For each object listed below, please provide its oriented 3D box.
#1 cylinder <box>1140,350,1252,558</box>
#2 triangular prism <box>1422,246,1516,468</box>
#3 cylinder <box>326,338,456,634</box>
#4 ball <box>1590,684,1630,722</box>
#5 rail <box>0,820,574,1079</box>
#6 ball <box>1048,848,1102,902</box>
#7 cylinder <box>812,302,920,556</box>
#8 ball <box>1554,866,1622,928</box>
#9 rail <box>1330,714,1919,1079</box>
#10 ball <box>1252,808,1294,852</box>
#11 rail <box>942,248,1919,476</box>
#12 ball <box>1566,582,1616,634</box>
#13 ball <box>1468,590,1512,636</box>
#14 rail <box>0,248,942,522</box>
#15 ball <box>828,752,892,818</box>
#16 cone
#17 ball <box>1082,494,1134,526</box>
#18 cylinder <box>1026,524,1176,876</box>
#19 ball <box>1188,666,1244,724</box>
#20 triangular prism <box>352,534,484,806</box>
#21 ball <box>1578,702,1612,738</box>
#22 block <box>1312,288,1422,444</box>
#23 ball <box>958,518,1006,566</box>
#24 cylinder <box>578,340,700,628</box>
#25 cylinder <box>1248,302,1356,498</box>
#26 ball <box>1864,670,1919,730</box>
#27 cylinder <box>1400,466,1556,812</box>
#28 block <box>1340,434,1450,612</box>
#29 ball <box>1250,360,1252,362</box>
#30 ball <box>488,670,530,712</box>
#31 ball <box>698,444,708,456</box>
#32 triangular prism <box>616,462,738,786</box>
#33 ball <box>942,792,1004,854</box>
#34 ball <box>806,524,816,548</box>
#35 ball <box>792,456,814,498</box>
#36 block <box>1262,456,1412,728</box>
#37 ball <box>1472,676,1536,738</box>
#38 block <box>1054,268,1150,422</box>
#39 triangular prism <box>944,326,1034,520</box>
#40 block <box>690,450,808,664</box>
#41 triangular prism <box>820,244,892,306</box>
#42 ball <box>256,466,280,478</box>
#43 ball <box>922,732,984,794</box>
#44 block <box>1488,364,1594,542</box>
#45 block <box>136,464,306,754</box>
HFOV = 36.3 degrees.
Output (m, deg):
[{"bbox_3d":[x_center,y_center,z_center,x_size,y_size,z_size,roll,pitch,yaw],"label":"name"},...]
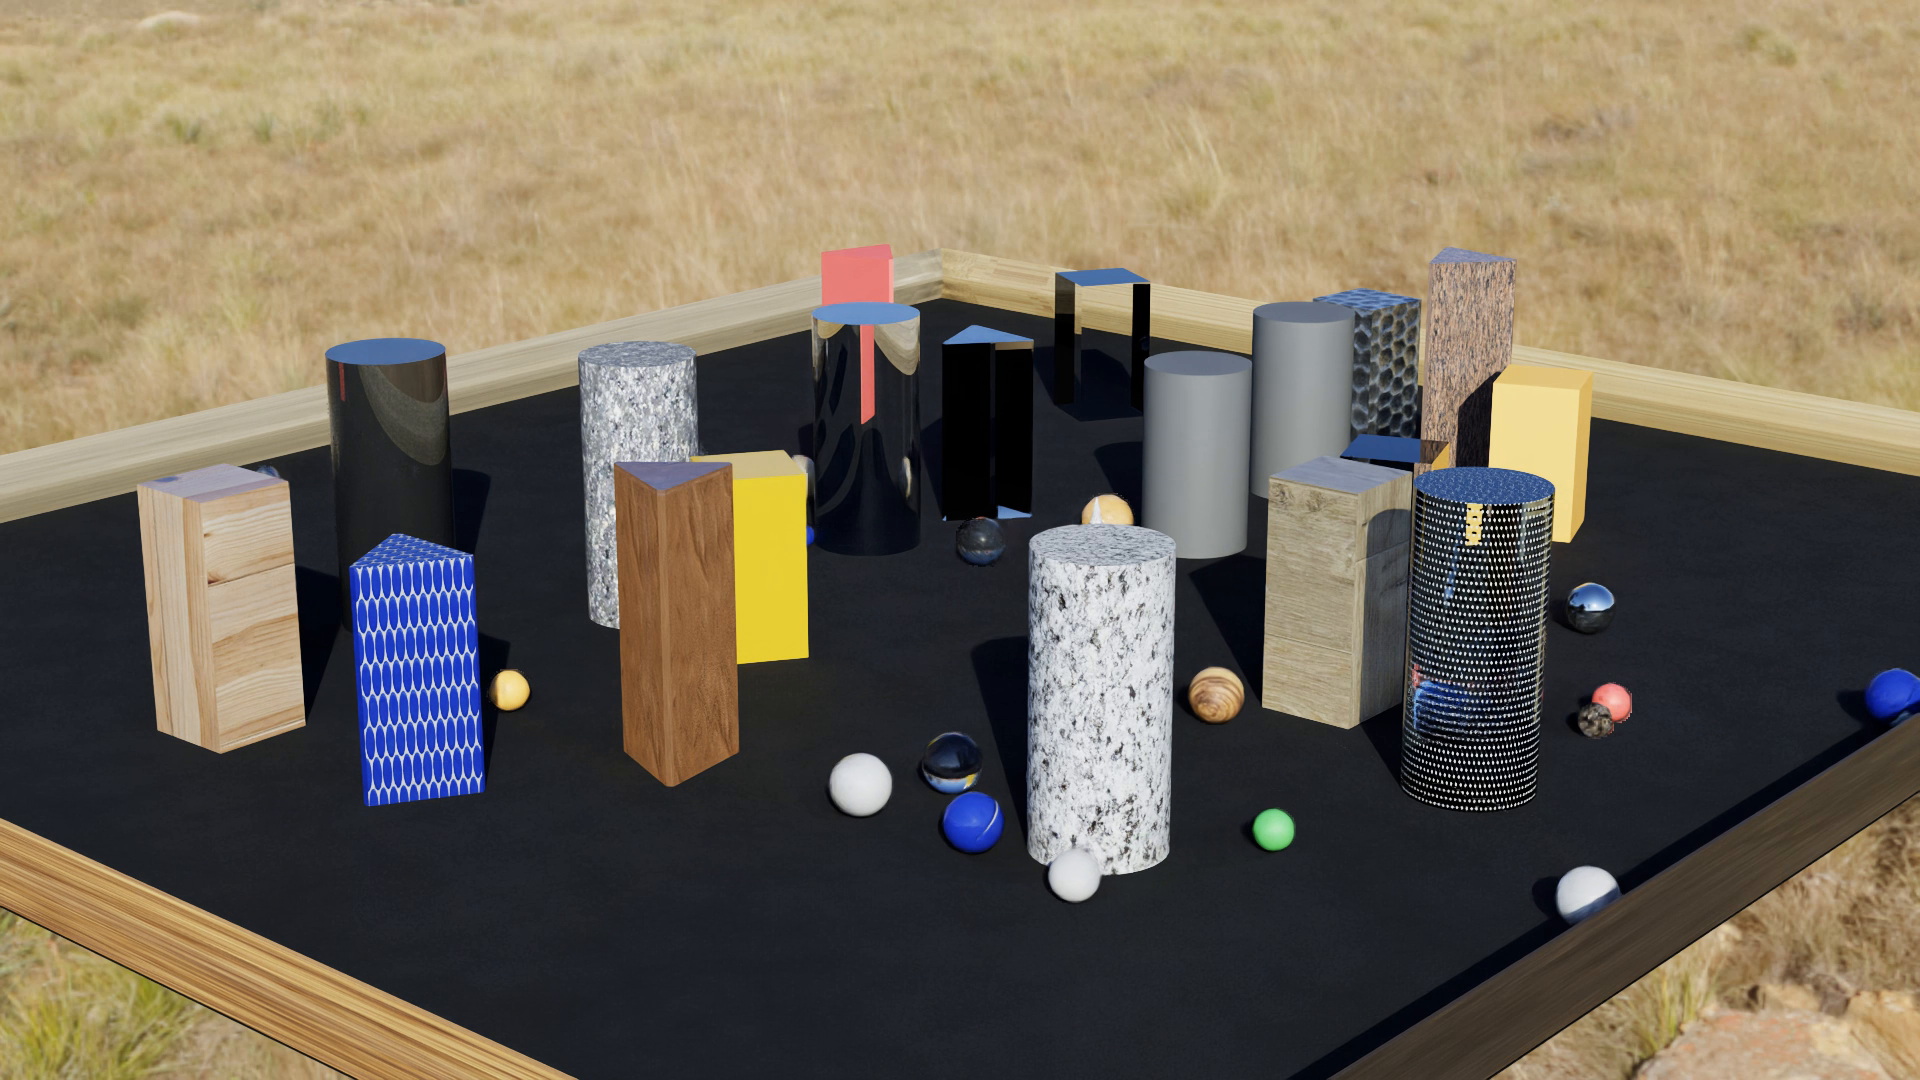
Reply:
[{"bbox_3d":[0.433,-0.158,5.385,0.197,0.342,0.197,0,17,0],"label":"cylinder"},{"bbox_3d":[0.959,-0.319,5.684,0.171,0.477,0.148,-3,17,-9],"label":"triangular prism"},{"bbox_3d":[-0.953,-0.088,4.930,0.197,0.470,0.197,0,17,0],"label":"cylinder"},{"bbox_3d":[1.002,0.251,4.516,0.060,0.060,0.060,0,17,0],"label":"ball"},{"bbox_3d":[-1.192,0.428,3.805,3.325,0.128,0.045,14,22,39],"label":"rail"},{"bbox_3d":[0.151,0.442,3.863,0.070,0.070,0.070,0,17,0],"label":"ball"},{"bbox_3d":[-0.171,-0.205,5.385,0.197,0.432,0.197,0,17,0],"label":"cylinder"},{"bbox_3d":[0.808,0.461,3.774,0.085,0.085,0.085,0,17,0],"label":"ball"},{"bbox_3d":[1.237,0.342,4.091,0.045,0.128,3.684,14,22,39],"label":"rail"},{"bbox_3d":[0.430,0.399,4.028,0.058,0.058,0.058,0,17,0],"label":"ball"},{"bbox_3d":[1.192,-0.364,6.434,3.325,0.128,0.045,14,22,39],"label":"rail"},{"bbox_3d":[1.060,0.114,4.926,0.085,0.085,0.085,0,17,0],"label":"ball"},{"bbox_3d":[0.889,0.122,4.917,0.074,0.074,0.074,0,17,0],"label":"ball"},{"bbox_3d":[-1.237,-0.278,6.149,0.045,0.128,3.684,14,22,39],"label":"rail"},{"bbox_3d":[-0.141,0.346,4.146,0.090,0.090,0.090,0,17,0],"label":"ball"},{"bbox_3d":[0.194,0.142,4.234,0.197,0.430,0.197,0,17,0],"label":"cone"},{"bbox_3d":[0.272,-0.036,5.404,0.096,0.096,0.096,0,17,0],"label":"ball"},{"bbox_3d":[0.191,0.215,3.984,0.197,0.437,0.197,0,17,0],"label":"cylinder"},{"bbox_3d":[0.394,0.238,4.510,0.088,0.088,0.088,0,17,0],"label":"ball"},{"bbox_3d":[-0.793,0.181,4.235,0.171,0.356,0.148,-6,18,-18],"label":"triangular prism"},{"bbox_3d":[0.964,0.274,4.451,0.053,0.053,0.053,0,17,0],"label":"ball"},{"bbox_3d":[0.835,-0.346,6.062,0.158,0.311,0.158,-15,22,-41],"label":"block"},{"bbox_3d":[0.039,0.003,5.291,0.088,0.088,0.088,0,17,0],"label":"ball"},{"bbox_3d":[-0.541,-0.094,4.977,0.197,0.454,0.197,0,17,0],"label":"cylinder"},{"bbox_3d":[0.667,-0.272,5.737,0.197,0.356,0.197,0,17,0],"label":"cylinder"},{"bbox_3d":[1.431,0.244,4.480,0.093,0.093,0.093,0,17,0],"label":"ball"},{"bbox_3d":[0.738,0.141,4.195,0.197,0.456,0.197,0,17,0],"label":"cylinder"},{"bbox_3d":[0.749,-0.029,5.085,0.158,0.267,0.158,6,18,19],"label":"block"},{"bbox_3d":[0.669,-0.386,6.651,0.047,0.047,0.047,0,17,0],"label":"ball"},{"bbox_3d":[-0.702,0.235,4.564,0.063,0.063,0.063,0,17,0],"label":"ball"},{"bbox_3d":[-0.536,-0.160,5.869,0.067,0.067,0.067,0,17,0],"label":"ball"},{"bbox_3d":[-0.440,0.112,4.304,0.148,0.448,0.171,10,19,30],"label":"triangular prism"},{"bbox_3d":[0.019,0.388,4.019,0.085,0.085,0.085,0,17,0],"label":"ball"},{"bbox_3d":[-0.288,-0.007,5.402,0.043,0.043,0.043,0,17,0],"label":"ball"},{"bbox_3d":[-0.313,-0.121,5.703,0.086,0.086,0.086,0,17,0],"label":"ball"},{"bbox_3d":[0.583,0.078,4.542,0.158,0.375,0.158,13,21,37],"label":"block"},{"bbox_3d":[0.824,0.254,4.446,0.094,0.094,0.094,0,17,0],"label":"ball"},{"bbox_3d":[0.306,-0.424,6.347,0.158,0.296,0.158,-6,18,-18],"label":"block"},{"bbox_3d":[0.040,-0.227,5.609,0.171,0.344,0.148,-3,17,-10],"label":"triangular prism"},{"bbox_3d":[-0.346,0.028,4.819,0.158,0.312,0.158,-5,17,-15],"label":"block"},{"bbox_3d":[-0.191,-0.464,6.398,0.171,0.342,0.148,8,19,25],"label":"triangular prism"},{"bbox_3d":[-1.365,-0.122,5.772,0.049,0.049,0.049,0,17,0],"label":"ball"},{"bbox_3d":[-0.011,0.322,4.229,0.089,0.089,0.089,0,17,0],"label":"ball"},{"bbox_3d":[1.085,-0.164,5.491,0.158,0.291,0.158,6,18,20],"label":"block"},{"bbox_3d":[-1.117,0.101,4.440,0.158,0.390,0.158,14,21,38],"label":"block"}]
